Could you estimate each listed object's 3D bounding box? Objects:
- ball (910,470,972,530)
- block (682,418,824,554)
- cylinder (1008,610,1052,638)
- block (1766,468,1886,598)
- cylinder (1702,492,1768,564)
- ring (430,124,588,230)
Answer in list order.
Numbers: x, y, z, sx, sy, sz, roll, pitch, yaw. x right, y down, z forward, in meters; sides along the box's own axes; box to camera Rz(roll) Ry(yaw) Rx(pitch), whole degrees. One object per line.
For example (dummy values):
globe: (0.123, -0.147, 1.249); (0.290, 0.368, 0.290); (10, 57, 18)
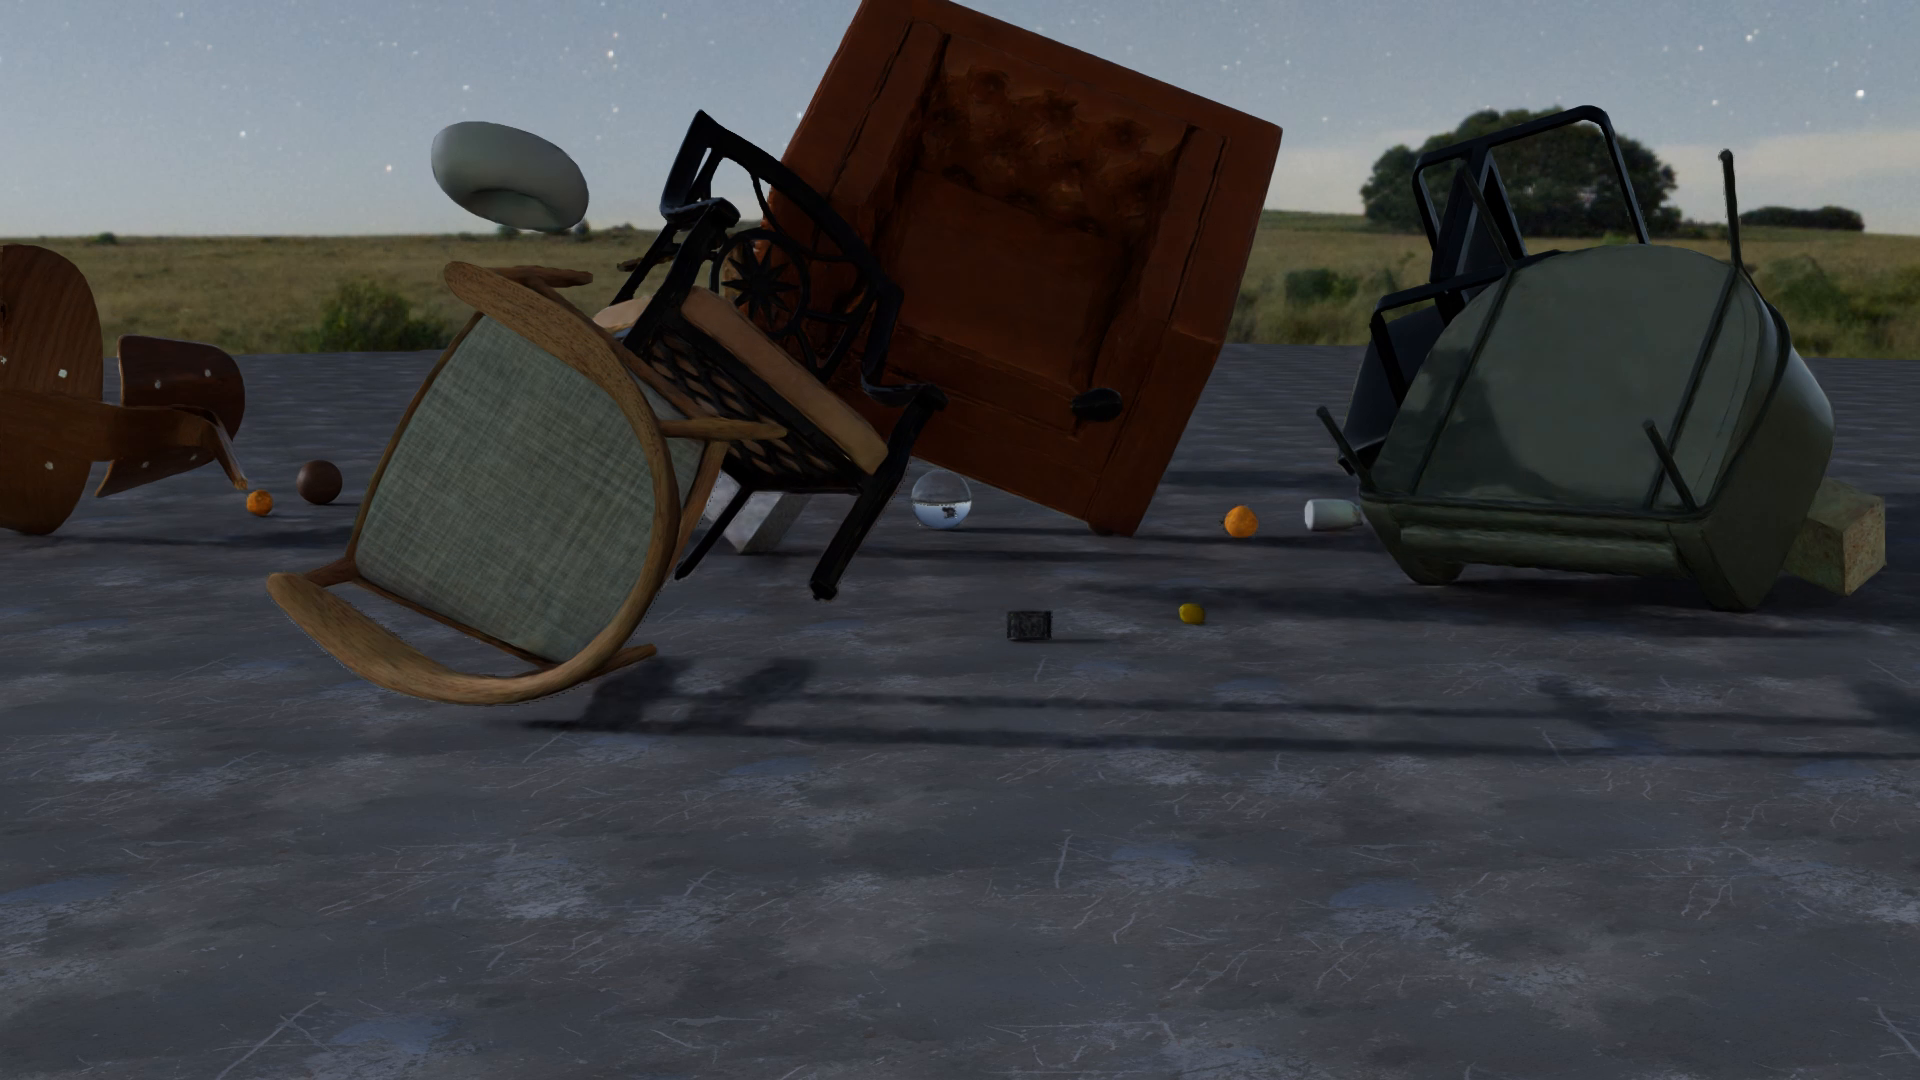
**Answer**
ball: (-0.049, -0.104, 6.652); (0.158, 0.158, 0.158); (0, 6, 0)
block: (-0.496, -0.131, 6.129); (0.226, 0.223, 0.141); (46, 24, 19)
cylinder: (0.126, 0.154, 4.642); (0.079, 0.048, 0.059); (0, -4, 1)
block: (1.788, -0.017, 5.300); (0.130, 0.174, 0.191); (-34, 39, -22)
cylinder: (1.793, -0.028, 5.890); (0.109, 0.103, 0.136); (-7, 45, -39)
ring: (-0.974, -0.786, 5.566); (0.215, 0.147, 0.432); (-17, -20, 32)
